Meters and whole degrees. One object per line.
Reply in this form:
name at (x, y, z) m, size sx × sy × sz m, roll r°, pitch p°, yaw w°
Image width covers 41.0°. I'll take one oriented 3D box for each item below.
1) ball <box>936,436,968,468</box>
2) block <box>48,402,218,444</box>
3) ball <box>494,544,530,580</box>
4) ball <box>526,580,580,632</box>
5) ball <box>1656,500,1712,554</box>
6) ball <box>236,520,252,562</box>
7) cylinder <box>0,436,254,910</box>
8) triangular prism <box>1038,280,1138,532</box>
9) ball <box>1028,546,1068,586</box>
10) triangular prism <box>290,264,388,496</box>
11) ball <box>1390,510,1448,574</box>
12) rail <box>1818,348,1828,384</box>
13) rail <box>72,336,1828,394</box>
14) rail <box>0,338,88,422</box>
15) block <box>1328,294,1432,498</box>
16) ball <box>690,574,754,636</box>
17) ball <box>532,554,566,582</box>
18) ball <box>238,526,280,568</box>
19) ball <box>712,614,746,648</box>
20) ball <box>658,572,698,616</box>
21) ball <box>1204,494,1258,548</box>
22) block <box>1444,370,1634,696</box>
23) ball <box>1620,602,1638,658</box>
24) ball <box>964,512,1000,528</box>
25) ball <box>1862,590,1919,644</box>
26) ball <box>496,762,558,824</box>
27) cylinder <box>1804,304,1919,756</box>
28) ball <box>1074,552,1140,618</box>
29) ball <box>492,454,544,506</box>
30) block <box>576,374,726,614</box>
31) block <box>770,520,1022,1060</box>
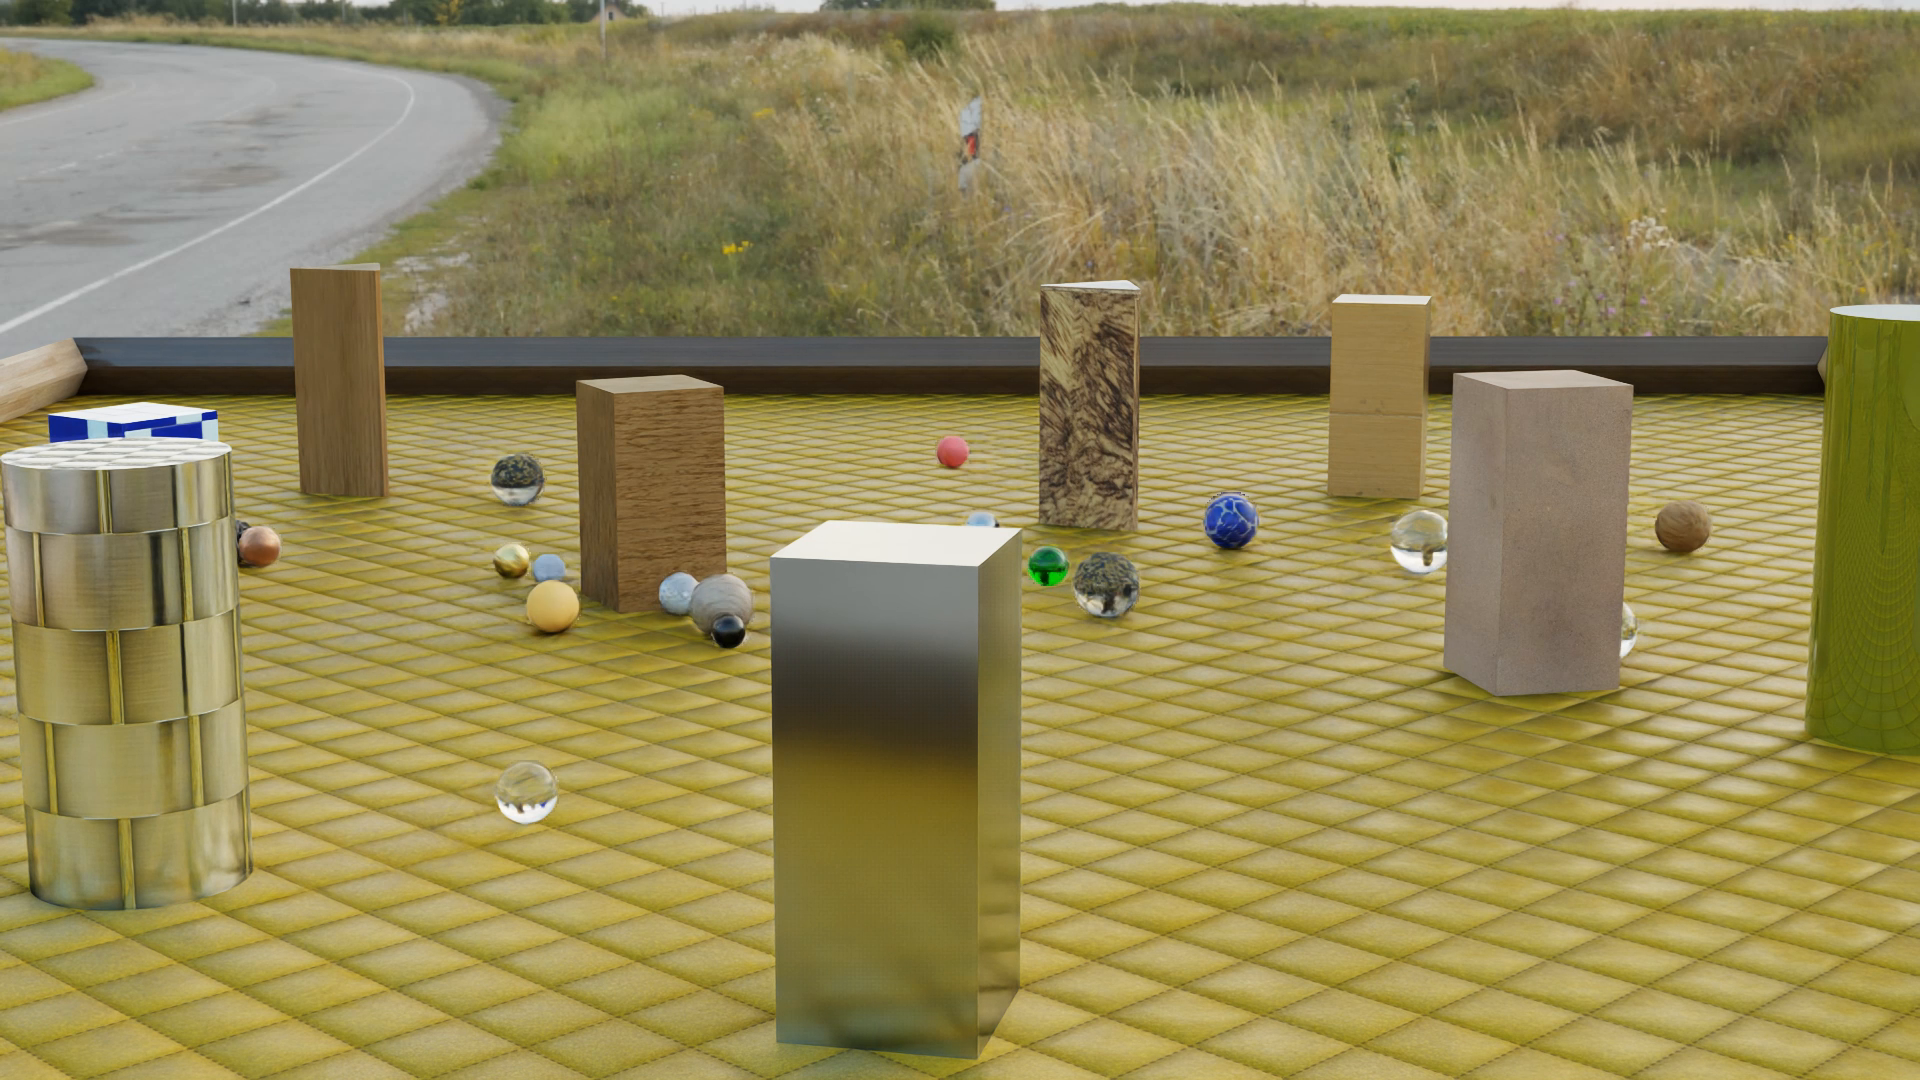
ball at (-0.013, -0.162, 4.685) m, size 0.059 × 0.059 × 0.059 m, roll 0°, pitch 11°, yaw 0°
block at (-1.120, -0.044, 3.498) m, size 0.156 × 0.261 × 0.156 m, roll 7°, pitch 13°, yaw 34°
ball at (-0.641, 0.030, 3.672) m, size 0.051 × 0.051 × 0.051 m, roll 0°, pitch 11°, yaw 0°
ball at (-0.528, 0.086, 3.324) m, size 0.068 × 0.068 × 0.068 m, roll 0°, pitch 11°, yaw 0°
ball at (1.089, -0.021, 3.865) m, size 0.081 × 0.081 × 0.081 m, roll 0°, pitch 11°, yaw 0°
ball at (-1.073, 0.002, 3.798) m, size 0.062 × 0.062 × 0.062 m, roll 0°, pitch 11°, yaw 0°
cylinder at (-0.742, 0.114, 2.296) m, size 0.194 × 0.389 × 0.194 m, roll 0°, pitch 11°, yaw 0°
triangular prism at (0.234, -0.220, 4.117) m, size 0.168 × 0.381 × 0.146 m, roll 5°, pitch 12°, yaw 26°
ball at (0.125, 0.036, 3.625) m, size 0.057 × 0.057 × 0.057 m, roll 0°, pitch 11°, yaw 0°
triangular prism at (-1.035, -0.280, 4.428) m, size 0.168 × 0.385 × 0.146 m, roll 3°, pitch 11°, yaw 16°
ball at (0.668, 0.003, 3.708) m, size 0.092 × 0.092 × 0.092 m, roll 0°, pitch 11°, yaw 0°
rail at (1.937, 0.030, 3.460) m, size 0.045 × 0.126 × 4.628 m, roll 0°, pitch 11°, yaw 0°
rail at (-0.013, -0.386, 5.701) m, size 3.921 × 0.126 × 0.045 m, roll 0°, pitch 11°, yaw 0°
rail at (-1.937, 0.035, 3.438) m, size 0.045 × 0.126 × 4.628 m, roll 0°, pitch 11°, yaw 0°
block at (0.722, -0.249, 4.413) m, size 0.156 × 0.330 × 0.156 m, roll 3°, pitch 11°, yaw 13°
ball at (-0.306, 0.084, 3.298) m, size 0.083 × 0.083 × 0.083 m, roll 0°, pitch 11°, yaw 0°
ball at (-0.581, 0.042, 3.626) m, size 0.046 × 0.046 × 0.046 m, roll 0°, pitch 11°, yaw 0°
ball at (-1.026, 0.009, 3.758) m, size 0.061 × 0.061 × 0.061 m, roll 0°, pitch 11°, yaw 0°
ball at (-0.292, 0.115, 3.235) m, size 0.044 × 0.044 × 0.044 m, roll 0°, pitch 11°, yaw 0°
ball at (-0.374, 0.072, 3.431) m, size 0.057 × 0.057 × 0.057 m, roll 0°, pitch 11°, yaw 0°
ball at (0.412, -0.028, 3.898) m, size 0.084 × 0.084 × 0.084 m, roll 0°, pitch 11°, yaw 0°
block at (0.685, -0.012, 3.052) m, size 0.156 × 0.361 × 0.156 m, roll -2°, pitch 11°, yaw -12°
ball at (0.790, 0.110, 3.153) m, size 0.084 × 0.084 × 0.084 m, roll 0°, pitch 11°, yaw 0°
ball at (0.033, -0.017, 3.921) m, size 0.053 × 0.053 × 0.053 m, roll 0°, pitch 11°, yaw 0°
ball at (1.180, 0.098, 3.256) m, size 0.070 × 0.070 × 0.070 m, roll 0°, pitch 11°, yaw 0°
ball at (-0.420, 0.245, 2.490) m, size 0.060 × 0.060 × 0.060 m, roll 0°, pitch 11°, yaw 0°
cylinder at (1.033, -0.015, 2.788) m, size 0.194 × 0.464 × 0.194 m, roll 0°, pitch 11°, yaw 0°
ball at (0.195, 0.059, 3.414) m, size 0.089 × 0.089 × 0.089 m, roll 0°, pitch 11°, yaw 0°
ball at (-0.737, -0.100, 4.276) m, size 0.087 × 0.087 × 0.087 m, roll 0°, pitch 11°, yaw 0°
block at (-0.423, -0.066, 3.517) m, size 0.156 × 0.298 × 0.156 m, roll -5°, pitch 12°, yaw -27°
block at (-0.045, 0.185, 1.958) m, size 0.156 × 0.373 × 0.156 m, roll 2°, pitch 11°, yaw 13°
